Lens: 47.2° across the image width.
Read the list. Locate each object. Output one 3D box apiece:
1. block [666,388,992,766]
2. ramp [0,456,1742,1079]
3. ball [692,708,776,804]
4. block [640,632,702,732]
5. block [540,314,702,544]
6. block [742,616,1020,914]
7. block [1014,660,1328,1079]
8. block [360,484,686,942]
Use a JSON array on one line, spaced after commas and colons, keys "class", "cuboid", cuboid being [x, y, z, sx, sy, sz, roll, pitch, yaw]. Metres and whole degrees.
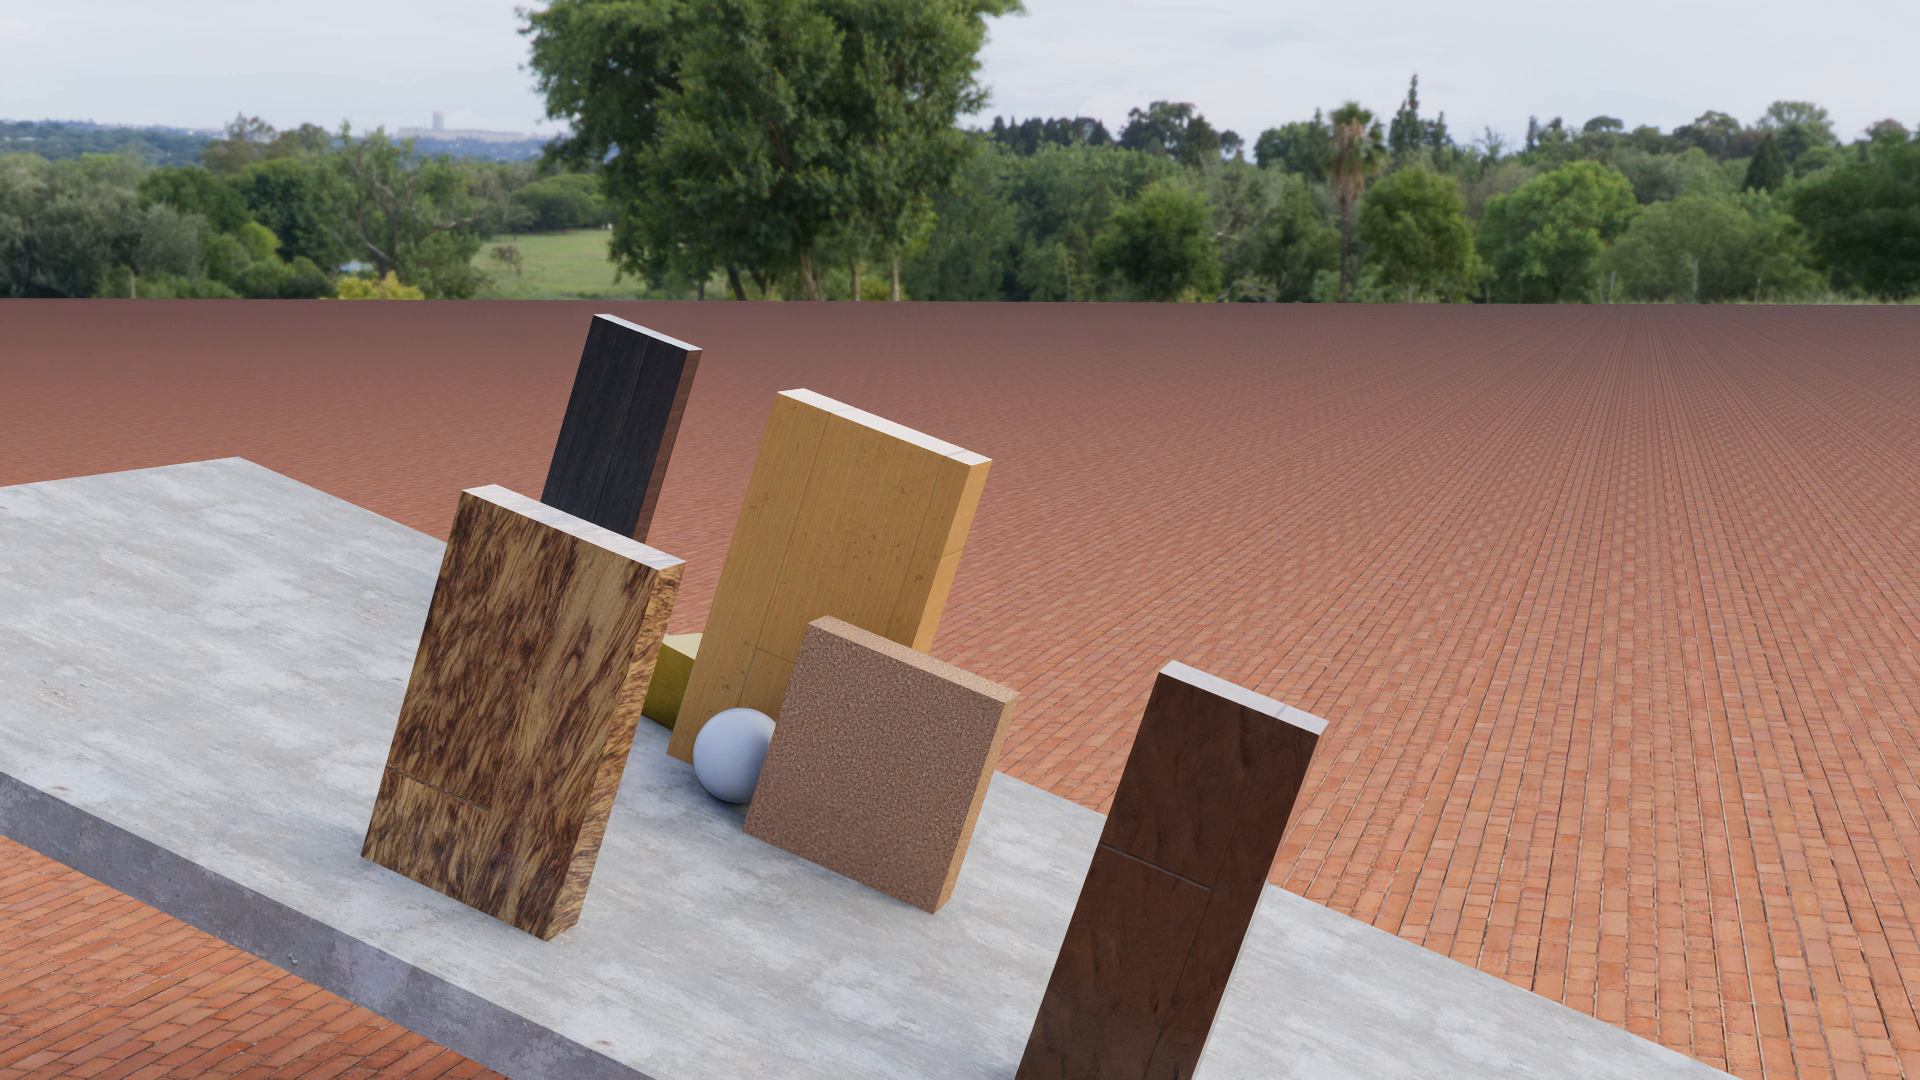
[{"class": "block", "cuboid": [-0.270, 0.140, 4.472, 0.426, 0.791, 0.147, 21, 12, 14]}, {"class": "ramp", "cuboid": [-0.348, 0.650, 4.220, 4.000, 0.100, 2.000, 21, 12, 14]}, {"class": "ball", "cuboid": [-0.437, 0.429, 4.380, 0.190, 0.190, 0.190, 0, 7, 0]}, {"class": "block", "cuboid": [-0.573, 0.314, 4.749, 0.167, 0.167, 0.167, 25, 13, 27]}, {"class": "block", "cuboid": [-0.831, -0.155, 5.176, 0.251, 0.705, 0.081, 21, 12, 14]}, {"class": "block", "cuboid": [-0.153, 0.427, 4.210, 0.410, 0.438, 0.107, 21, 12, 14]}, {"class": "block", "cuboid": [0.330, 0.585, 3.494, 0.263, 0.735, 0.109, 21, 12, 14]}, {"class": "block", "cuboid": [-0.710, 0.277, 3.557, 0.356, 0.644, 0.106, 21, 12, 14]}]
